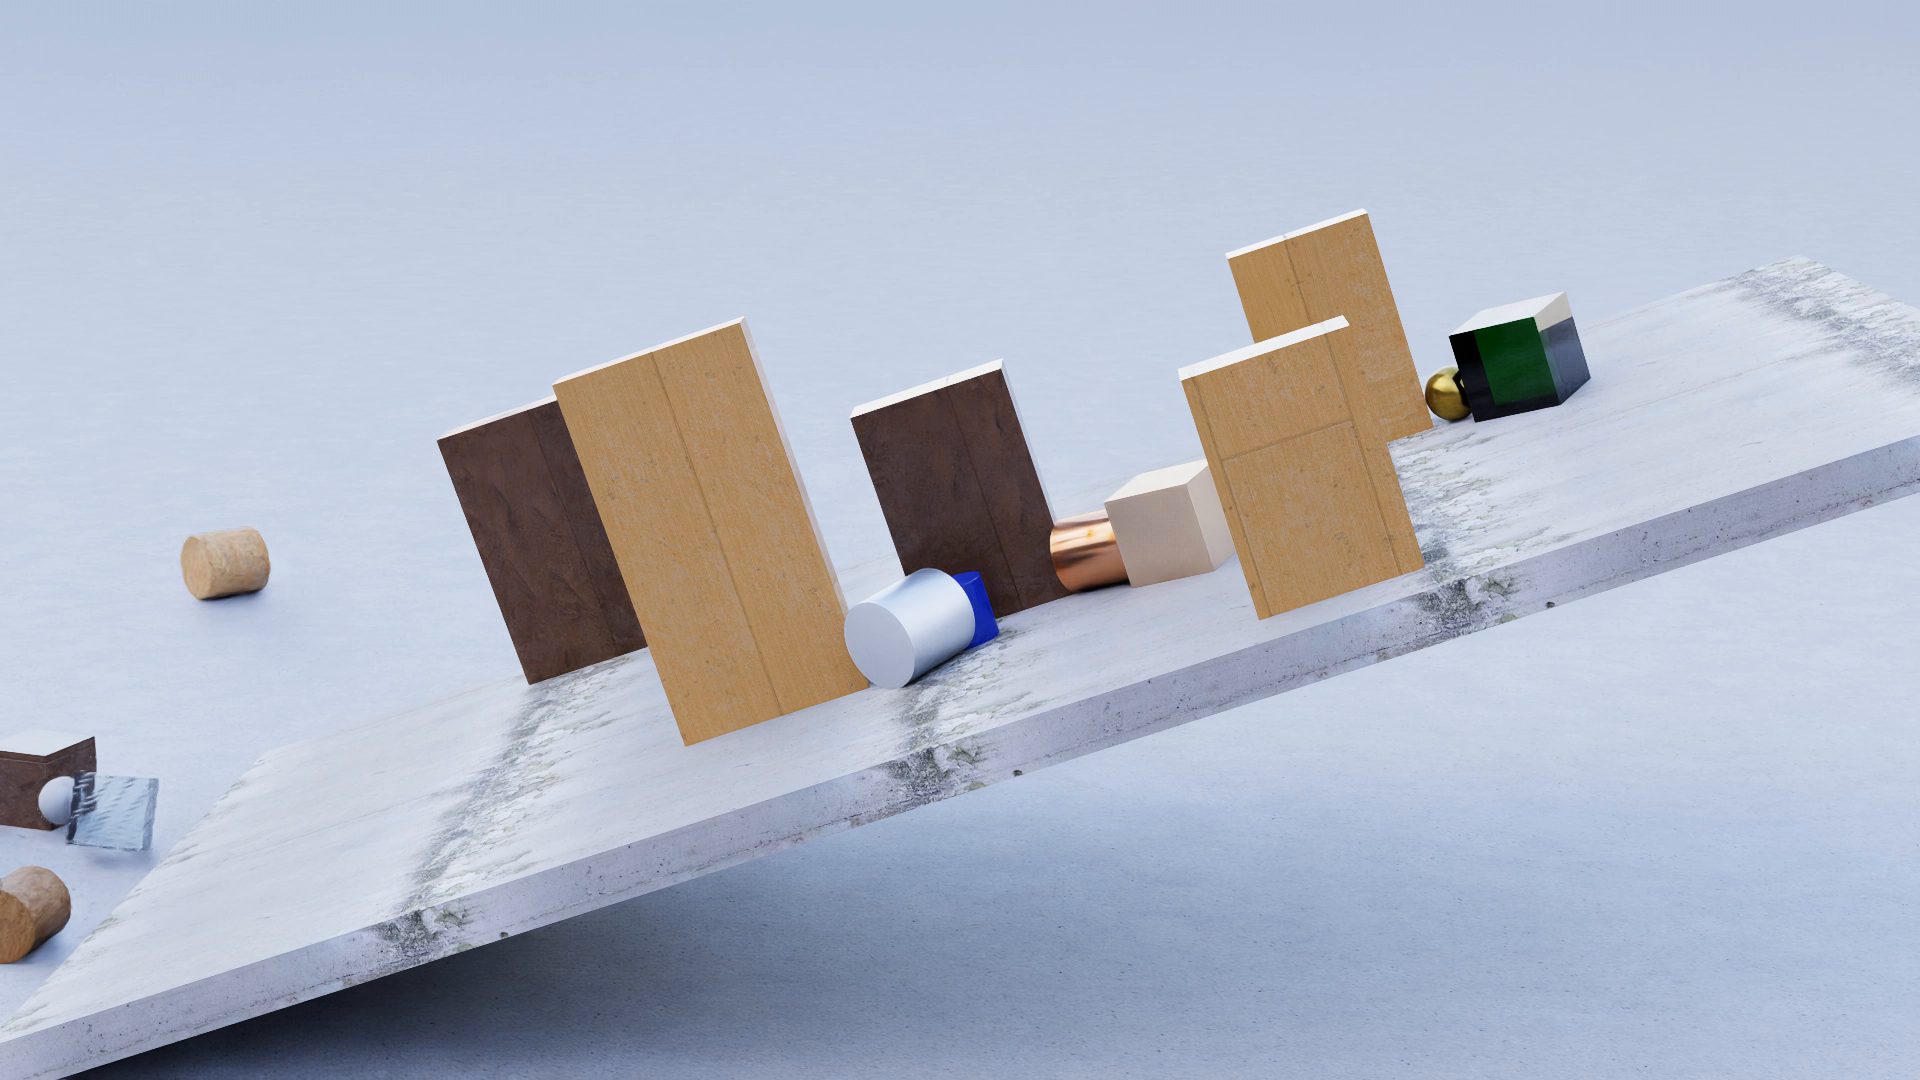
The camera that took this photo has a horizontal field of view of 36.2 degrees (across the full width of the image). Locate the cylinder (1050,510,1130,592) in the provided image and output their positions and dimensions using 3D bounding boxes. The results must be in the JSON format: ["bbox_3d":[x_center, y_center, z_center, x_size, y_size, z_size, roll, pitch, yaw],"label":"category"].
[{"bbox_3d":[0.295,0.017,6.108,0.157,0.157,0.157,-13,4,30],"label":"cylinder"}]

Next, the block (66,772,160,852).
[{"bbox_3d":[-1.990,0.638,6.913,0.168,0.168,0.168,6,-6,-7],"label":"block"}]

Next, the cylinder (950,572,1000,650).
[{"bbox_3d":[0.000,0.148,6.033,0.129,0.129,0.129,-18,11,4],"label":"cylinder"}]

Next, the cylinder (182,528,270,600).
[{"bbox_3d":[-2.396,0.078,9.596,0.209,0.209,0.209,-10,16,-40],"label":"cylinder"}]

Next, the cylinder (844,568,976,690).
[{"bbox_3d":[-0.101,0.177,5.910,0.187,0.187,0.187,10,28,40],"label":"cylinder"}]

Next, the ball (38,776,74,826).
[{"bbox_3d":[-2.159,0.628,7.086,0.117,0.117,0.117,0,12,0],"label":"ball"}]

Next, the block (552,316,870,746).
[{"bbox_3d":[-0.495,-0.014,5.938,0.397,0.784,0.096,-18,11,6],"label":"block"}]

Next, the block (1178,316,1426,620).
[{"bbox_3d":[0.630,-0.134,5.434,0.320,0.472,0.136,-18,11,6],"label":"block"}]

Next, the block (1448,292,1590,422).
[{"bbox_3d":[1.230,-0.402,6.460,0.204,0.204,0.204,-12,13,34],"label":"block"}]

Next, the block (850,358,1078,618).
[{"bbox_3d":[0.011,-0.085,6.183,0.330,0.500,0.139,-18,11,6],"label":"block"}]

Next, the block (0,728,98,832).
[{"bbox_3d":[-2.263,0.589,7.241,0.191,0.191,0.191,5,13,20],"label":"block"}]

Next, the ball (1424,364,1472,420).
[{"bbox_3d":[1.095,-0.327,6.534,0.124,0.124,0.124,0,12,0],"label":"ball"}]

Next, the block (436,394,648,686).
[{"bbox_3d":[-0.943,-0.023,7.147,0.437,0.638,0.135,-18,11,6],"label":"block"}]

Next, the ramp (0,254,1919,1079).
[{"bbox_3d":[0.106,0.181,6.306,4.000,0.100,2.000,-18,11,6],"label":"ramp"}]

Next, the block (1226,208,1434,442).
[{"bbox_3d":[0.825,-0.446,6.569,0.321,0.504,0.102,-18,11,6],"label":"block"}]

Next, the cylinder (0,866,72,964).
[{"bbox_3d":[-2.019,0.802,6.302,0.164,0.164,0.164,2,12,10],"label":"cylinder"}]

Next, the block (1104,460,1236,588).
[{"bbox_3d":[0.443,-0.037,6.031,0.190,0.190,0.190,-13,12,30],"label":"block"}]
